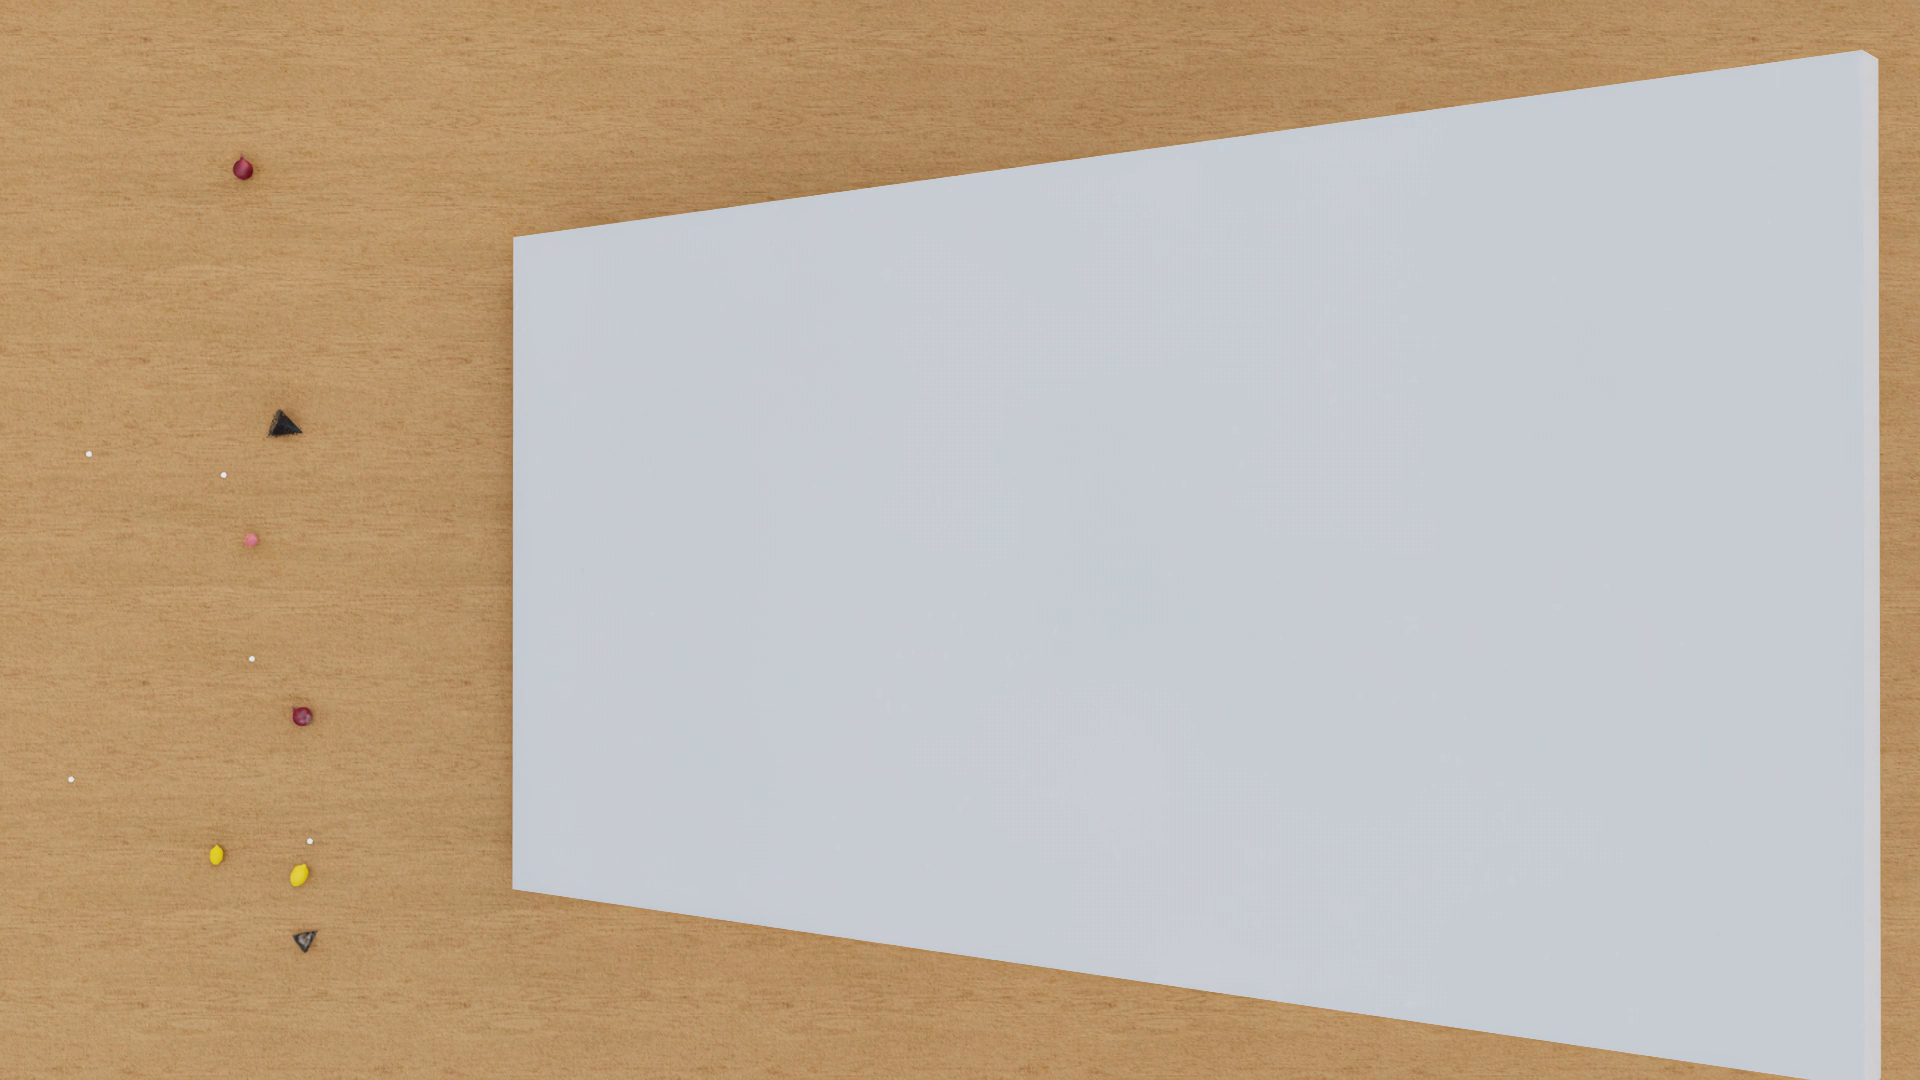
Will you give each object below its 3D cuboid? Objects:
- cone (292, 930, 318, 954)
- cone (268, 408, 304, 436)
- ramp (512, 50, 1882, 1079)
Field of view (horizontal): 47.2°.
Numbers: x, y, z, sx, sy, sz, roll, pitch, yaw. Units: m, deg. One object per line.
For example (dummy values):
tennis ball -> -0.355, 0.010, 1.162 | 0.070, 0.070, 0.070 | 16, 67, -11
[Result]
cone -> -2.015, 1.229, 6.803 | 0.070, 0.070, 0.070 | -37, 90, -27
cone -> -2.078, -0.347, 6.808 | 0.093, 0.093, 0.093 | 21, 90, -26
ramp -> 0.217, 0.062, 5.532 | 4.000, 0.100, 2.000 | 0, 90, 39
